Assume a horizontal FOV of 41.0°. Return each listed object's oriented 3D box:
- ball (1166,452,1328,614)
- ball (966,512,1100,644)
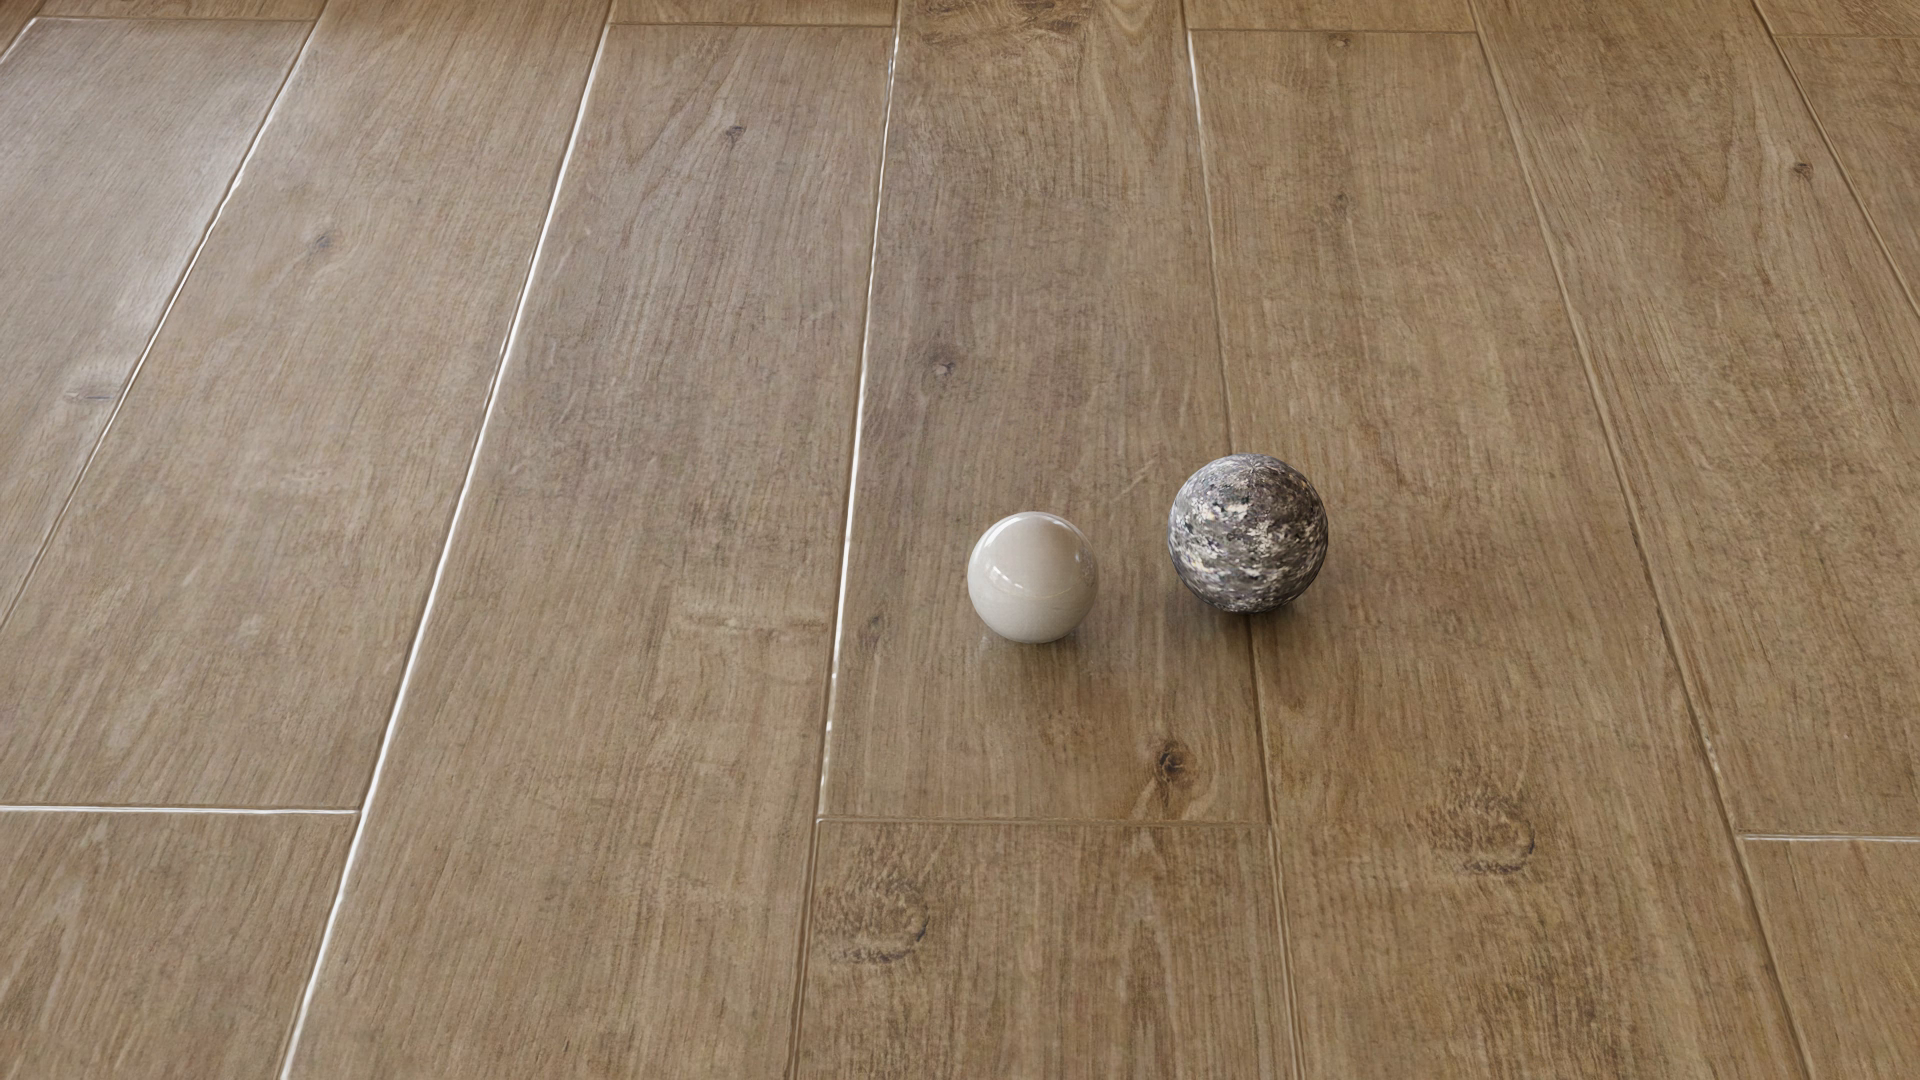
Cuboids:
[{"bbox_3d":[0.172,-0.004,1.536,0.097,0.097,0.097,0,37,0],"label":"ball"},{"bbox_3d":[0.043,0.022,1.516,0.079,0.079,0.079,0,37,0],"label":"ball"}]
